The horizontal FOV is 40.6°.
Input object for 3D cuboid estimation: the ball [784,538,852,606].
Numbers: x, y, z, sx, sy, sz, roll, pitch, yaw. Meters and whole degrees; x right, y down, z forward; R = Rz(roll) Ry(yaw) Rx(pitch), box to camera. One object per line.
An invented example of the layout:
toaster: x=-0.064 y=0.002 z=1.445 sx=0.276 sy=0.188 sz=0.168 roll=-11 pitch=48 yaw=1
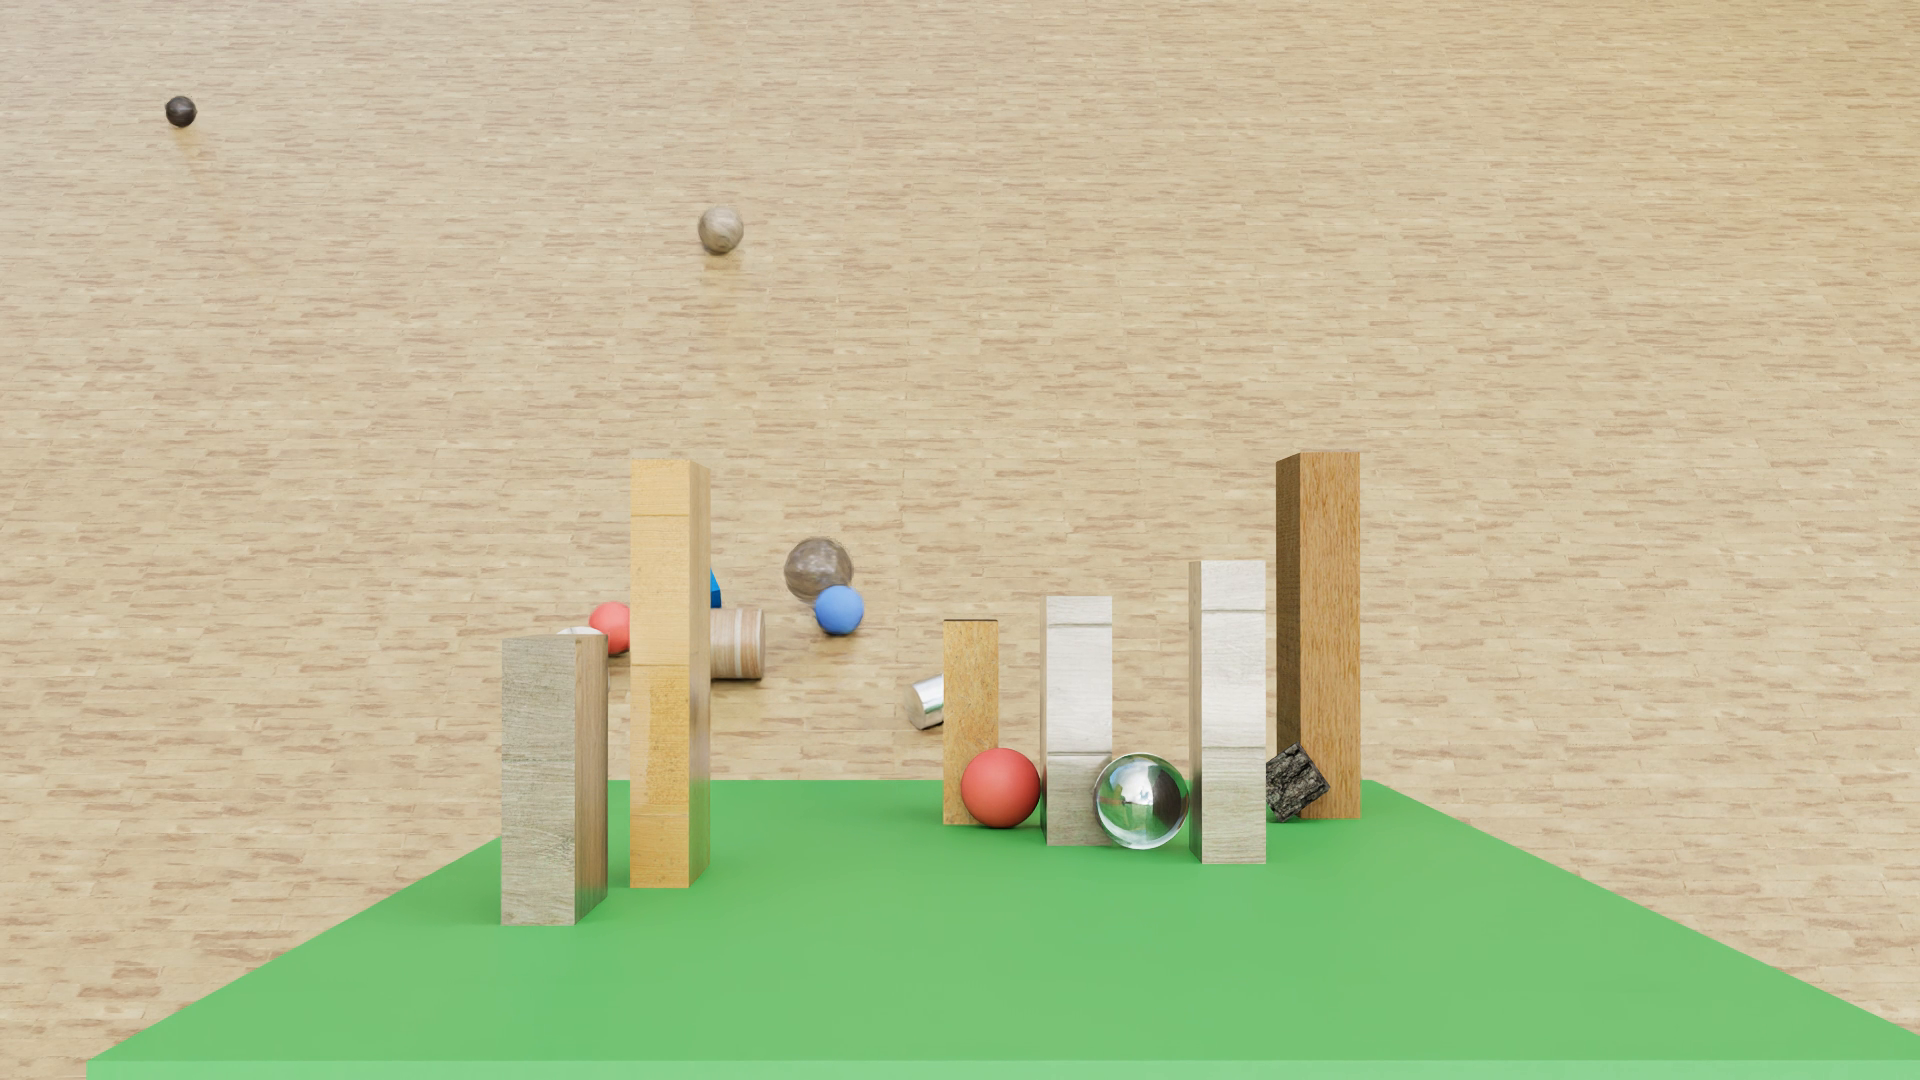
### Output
ball: x=-0.412 y=0.093 z=7.541 sx=0.200 sy=0.200 sz=0.200 roll=0 pitch=33 yaw=0

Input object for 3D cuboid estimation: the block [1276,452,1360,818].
block: x=0.803 y=0.210 z=5.835 sx=0.130 sy=0.794 sz=0.429 roll=0 pitch=-1 yaw=0

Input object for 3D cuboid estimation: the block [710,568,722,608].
block: x=-0.797 y=0.188 z=7.397 sx=0.195 sy=0.195 sz=0.195 roll=-10 pitch=34 yaw=-15

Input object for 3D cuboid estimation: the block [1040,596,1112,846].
block: x=0.232 y=0.355 z=5.258 sx=0.127 sy=0.484 sz=0.439 roll=0 pitch=-1 yaw=0

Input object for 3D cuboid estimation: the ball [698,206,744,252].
ball: x=-0.873 y=-1.135 z=9.471 sx=0.168 sy=0.168 sz=0.168 roll=0 pitch=33 yaw=0

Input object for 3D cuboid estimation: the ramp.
ramp: x=0.073 y=0.638 z=4.749 sx=2.000 sy=0.100 sz=4.000 roll=0 pitch=-1 yaw=0

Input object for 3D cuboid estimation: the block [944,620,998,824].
block: x=0.023 y=0.390 z=5.653 sx=0.117 sy=0.429 sz=0.340 roll=0 pitch=-1 yaw=0

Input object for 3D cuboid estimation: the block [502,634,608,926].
block: x=-0.627 y=0.363 z=4.036 sx=0.109 sy=0.426 sz=0.364 roll=0 pitch=-1 yaw=0

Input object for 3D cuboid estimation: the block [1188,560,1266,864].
block: x=0.496 y=0.315 z=4.836 sx=0.116 sy=0.550 sz=0.265 roll=0 pitch=-1 yaw=0

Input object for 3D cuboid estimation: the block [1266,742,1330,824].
block: x=0.707 y=0.518 z=5.559 sx=0.121 sy=0.121 sz=0.121 roll=-36 pitch=-7 yaw=8

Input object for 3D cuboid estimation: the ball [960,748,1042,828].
ball: x=0.085 y=0.516 z=5.397 sx=0.168 sy=0.168 sz=0.168 roll=0 pitch=33 yaw=0

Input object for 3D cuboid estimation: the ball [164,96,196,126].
ball: x=-3.131 y=-1.722 z=10.421 sx=0.123 sy=0.123 sz=0.123 roll=0 pitch=33 yaw=0

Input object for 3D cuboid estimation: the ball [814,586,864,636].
ball: x=-0.346 y=0.201 z=7.426 sx=0.141 sy=0.141 sz=0.141 roll=0 pitch=33 yaw=0

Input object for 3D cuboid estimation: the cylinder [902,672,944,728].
cylinder: x=-0.069 y=0.435 z=7.077 sx=0.129 sy=0.129 sz=0.129 roll=-18 pitch=37 yaw=-25

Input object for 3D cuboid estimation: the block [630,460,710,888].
block: x=-0.502 y=0.226 z=4.517 sx=0.098 sy=0.715 sz=0.371 roll=0 pitch=-1 yaw=0

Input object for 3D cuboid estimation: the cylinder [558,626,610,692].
cylinder: x=-1.053 y=0.348 z=7.186 sx=0.156 sy=0.156 sz=0.156 roll=0 pitch=33 yaw=0

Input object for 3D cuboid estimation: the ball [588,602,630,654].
ball: x=-0.982 y=0.250 z=7.349 sx=0.144 sy=0.144 sz=0.144 roll=0 pitch=33 yaw=0

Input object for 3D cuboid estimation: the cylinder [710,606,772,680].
cylinder: x=-0.650 y=0.289 z=7.241 sx=0.197 sy=0.197 sz=0.197 roll=-4 pitch=32 yaw=12

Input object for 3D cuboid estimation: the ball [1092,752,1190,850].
ball: x=0.346 y=0.499 z=4.958 sx=0.185 sy=0.185 sz=0.185 roll=0 pitch=33 yaw=0
